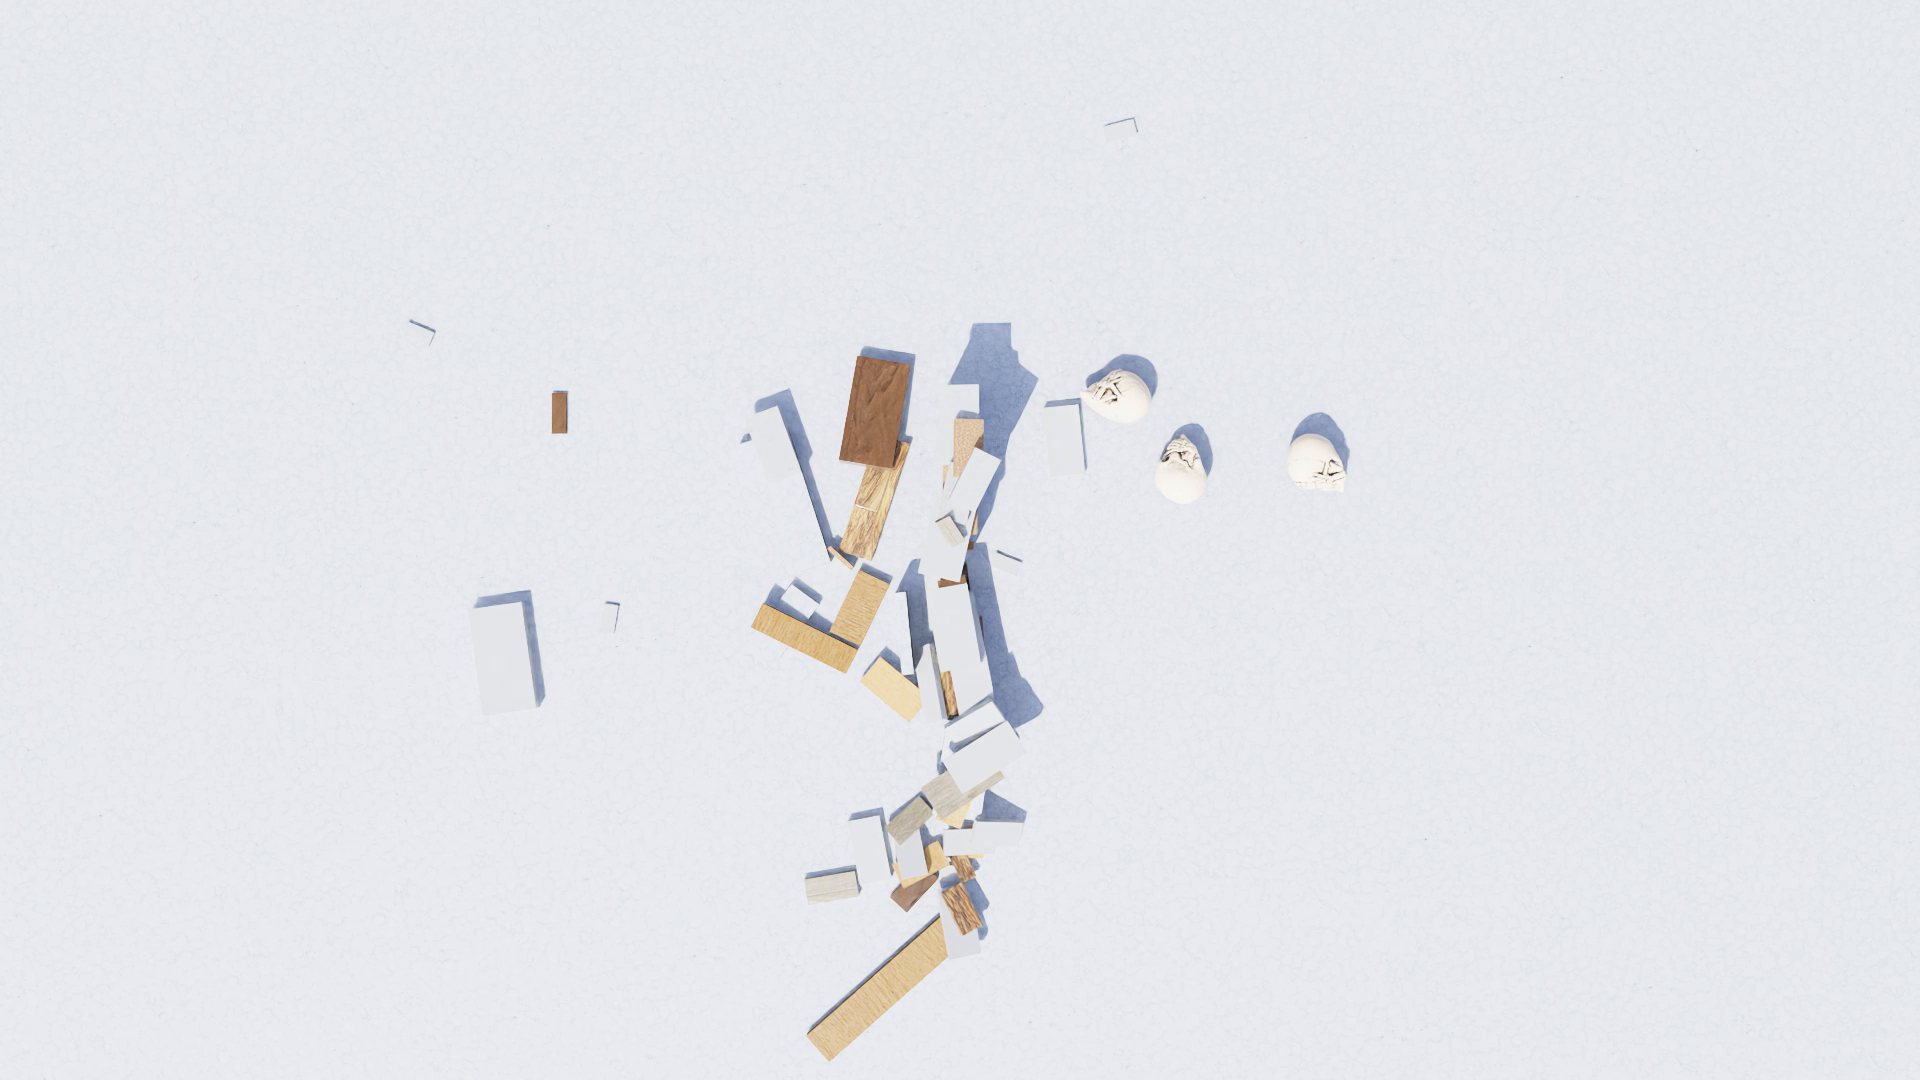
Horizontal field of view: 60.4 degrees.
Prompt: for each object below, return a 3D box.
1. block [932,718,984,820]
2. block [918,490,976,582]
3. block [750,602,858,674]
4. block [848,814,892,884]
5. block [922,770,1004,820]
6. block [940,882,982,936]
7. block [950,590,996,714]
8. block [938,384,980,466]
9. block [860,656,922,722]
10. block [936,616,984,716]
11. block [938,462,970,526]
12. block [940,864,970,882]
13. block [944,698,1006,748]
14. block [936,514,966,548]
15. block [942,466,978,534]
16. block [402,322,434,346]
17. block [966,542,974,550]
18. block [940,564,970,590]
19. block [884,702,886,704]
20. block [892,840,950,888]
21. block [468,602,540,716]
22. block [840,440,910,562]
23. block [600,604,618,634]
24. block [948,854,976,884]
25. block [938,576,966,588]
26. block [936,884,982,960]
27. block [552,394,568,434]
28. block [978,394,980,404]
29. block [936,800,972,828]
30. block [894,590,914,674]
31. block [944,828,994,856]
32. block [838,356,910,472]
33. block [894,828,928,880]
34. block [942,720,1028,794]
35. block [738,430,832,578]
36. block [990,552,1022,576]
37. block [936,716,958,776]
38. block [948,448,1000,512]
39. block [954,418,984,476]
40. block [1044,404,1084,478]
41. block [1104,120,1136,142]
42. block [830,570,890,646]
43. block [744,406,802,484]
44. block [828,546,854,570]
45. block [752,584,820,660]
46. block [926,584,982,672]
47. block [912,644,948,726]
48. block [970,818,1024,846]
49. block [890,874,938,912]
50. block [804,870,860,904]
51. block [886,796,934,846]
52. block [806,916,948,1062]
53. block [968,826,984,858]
[{"bbox_3d":[0.012,0.754,5.428,0.159,0.045,0.319,9,96,-1],"label":"block"},{"bbox_3d":[-0.037,-0.012,5.228,0.134,0.038,0.268,13,90,0],"label":"block"},{"bbox_3d":[-0.514,0.326,5.460,0.351,0.025,0.090,27,91,-9],"label":"block"},{"bbox_3d":[-0.300,1.028,5.485,0.107,0.030,0.213,-11,90,0],"label":"block"},{"bbox_3d":[0.009,0.789,5.363,0.247,0.035,0.123,-33,88,-7],"label":"block"},{"bbox_3d":[0.005,1.216,5.436,0.077,0.022,0.155,-25,85,-18],"label":"block"},{"bbox_3d":[0.021,0.370,5.379,0.123,0.035,0.398,-11,88,-2],"label":"block"},{"bbox_3d":[-0.002,-0.365,5.229,0.126,0.036,0.252,-1,90,0],"label":"block"},{"bbox_3d":[-0.216,0.495,5.471,0.213,0.030,0.107,40,90,0],"label":"block"},{"bbox_3d":[0.006,0.418,5.444,0.159,0.045,0.319,-4,78,-1],"label":"block"},{"bbox_3d":[-0.007,-0.146,5.190,0.091,0.026,0.182,13,82,-9],"label":"block"},{"bbox_3d":[-0.016,1.110,5.493,0.105,0.015,0.053,3,90,0],"label":"block"},{"bbox_3d":[0.048,0.594,5.353,0.179,0.025,0.090,-31,115,8],"label":"block"},{"bbox_3d":[-0.030,-0.028,5.174,0.052,0.015,0.103,-26,117,13],"label":"block"},{"bbox_3d":[0.000,-0.128,5.263,0.111,0.031,0.221,1,90,0],"label":"block"},{"bbox_3d":[-1.803,-0.687,5.493,0.096,0.014,0.048,23,90,0],"label":"block"},{"bbox_3d":[-0.003,0.018,5.407,0.093,0.186,0.026,0,90,0],"label":"block"},{"bbox_3d":[-0.012,0.175,5.463,0.093,0.026,0.186,-7,75,-2],"label":"block"},{"bbox_3d":[-0.217,0.503,5.493,0.096,0.014,0.048,-29,90,0],"label":"block"},{"bbox_3d":[-0.129,1.075,5.464,0.171,0.024,0.086,-27,71,-5],"label":"block"},{"bbox_3d":[-1.513,0.393,5.475,0.177,0.050,0.355,-8,90,0],"label":"block"},{"bbox_3d":[-0.285,-0.142,5.484,0.113,0.032,0.409,18,90,0],"label":"block"},{"bbox_3d":[-1.168,0.262,5.493,0.047,0.013,0.095,9,90,0],"label":"block"},{"bbox_3d":[0.007,1.081,5.478,0.053,0.015,0.105,-26,78,-7],"label":"block"},{"bbox_3d":[-0.010,0.216,5.415,0.093,0.026,0.186,-12,88,-2],"label":"block"},{"bbox_3d":[-0.005,1.260,5.451,0.107,0.030,0.230,-8,80,-16],"label":"block"},{"bbox_3d":[-1.335,-0.421,5.493,0.048,0.014,0.135,0,90,0],"label":"block"},{"bbox_3d":[-0.001,-0.452,5.374,0.126,0.252,0.036,0,91,0],"label":"block"},{"bbox_3d":[-0.007,0.851,5.404,0.086,0.024,0.171,22,96,-2],"label":"block"},{"bbox_3d":[-0.182,0.304,5.433,0.038,0.134,0.268,-6,90,0],"label":"block"},{"bbox_3d":[0.029,0.998,5.462,0.169,0.024,0.085,0,90,-12],"label":"block"},{"bbox_3d":[-0.282,-0.418,5.451,0.177,0.050,0.355,9,82,0],"label":"block"},{"bbox_3d":[-0.167,1.025,5.458,0.090,0.025,0.179,-13,71,0],"label":"block"},{"bbox_3d":[0.080,0.702,5.341,0.247,0.035,0.123,-32,88,-7],"label":"block"},{"bbox_3d":[-0.583,-0.121,5.475,0.177,0.050,0.461,-18,90,0],"label":"block"},{"bbox_3d":[0.154,0.081,5.493,0.095,0.013,0.047,22,90,0],"label":"block"},{"bbox_3d":[0.003,0.634,5.477,0.159,0.045,0.319,0,90,0],"label":"block"},{"bbox_3d":[0.045,-0.189,5.153,0.091,0.026,0.182,26,94,-13],"label":"block"},{"bbox_3d":[0.027,-0.289,5.183,0.091,0.026,0.182,2,84,-10],"label":"block"},{"bbox_3d":[0.346,-0.329,5.484,0.115,0.033,0.230,-6,90,0],"label":"block"},{"bbox_3d":[0.533,-1.363,5.493,0.104,0.015,0.052,-14,90,0],"label":"block"},{"bbox_3d":[-0.333,0.225,5.484,0.113,0.032,0.227,25,90,0],"label":"block"},{"bbox_3d":[-0.615,-0.313,5.433,0.115,0.033,0.230,-20,90,0],"label":"block"},{"bbox_3d":[-0.395,0.060,5.474,0.103,0.052,0.015,42,90,0],"label":"block"},{"bbox_3d":[-0.580,0.271,5.484,0.113,0.032,0.227,36,90,0],"label":"block"},{"bbox_3d":[-0.021,0.284,5.345,0.134,0.038,0.268,-10,88,-2],"label":"block"},{"bbox_3d":[-0.099,0.475,5.426,0.024,0.085,0.256,5,67,-41],"label":"block"},{"bbox_3d":[0.121,0.966,5.446,0.169,0.024,0.085,6,104,-24],"label":"block"},{"bbox_3d":[-0.153,1.156,5.489,0.077,0.022,0.155,43,90,0],"label":"block"},{"bbox_3d":[-0.427,1.156,5.488,0.171,0.024,0.086,-10,90,0],"label":"block"},{"bbox_3d":[-0.166,0.931,5.465,0.155,0.022,0.077,-41,73,-10],"label":"block"},{"bbox_3d":[-0.235,1.478,5.484,0.633,0.033,0.115,-42,90,0],"label":"block"},{"bbox_3d":[0.051,1.005,5.493,0.053,0.015,0.105,0,90,0],"label":"block"}]
